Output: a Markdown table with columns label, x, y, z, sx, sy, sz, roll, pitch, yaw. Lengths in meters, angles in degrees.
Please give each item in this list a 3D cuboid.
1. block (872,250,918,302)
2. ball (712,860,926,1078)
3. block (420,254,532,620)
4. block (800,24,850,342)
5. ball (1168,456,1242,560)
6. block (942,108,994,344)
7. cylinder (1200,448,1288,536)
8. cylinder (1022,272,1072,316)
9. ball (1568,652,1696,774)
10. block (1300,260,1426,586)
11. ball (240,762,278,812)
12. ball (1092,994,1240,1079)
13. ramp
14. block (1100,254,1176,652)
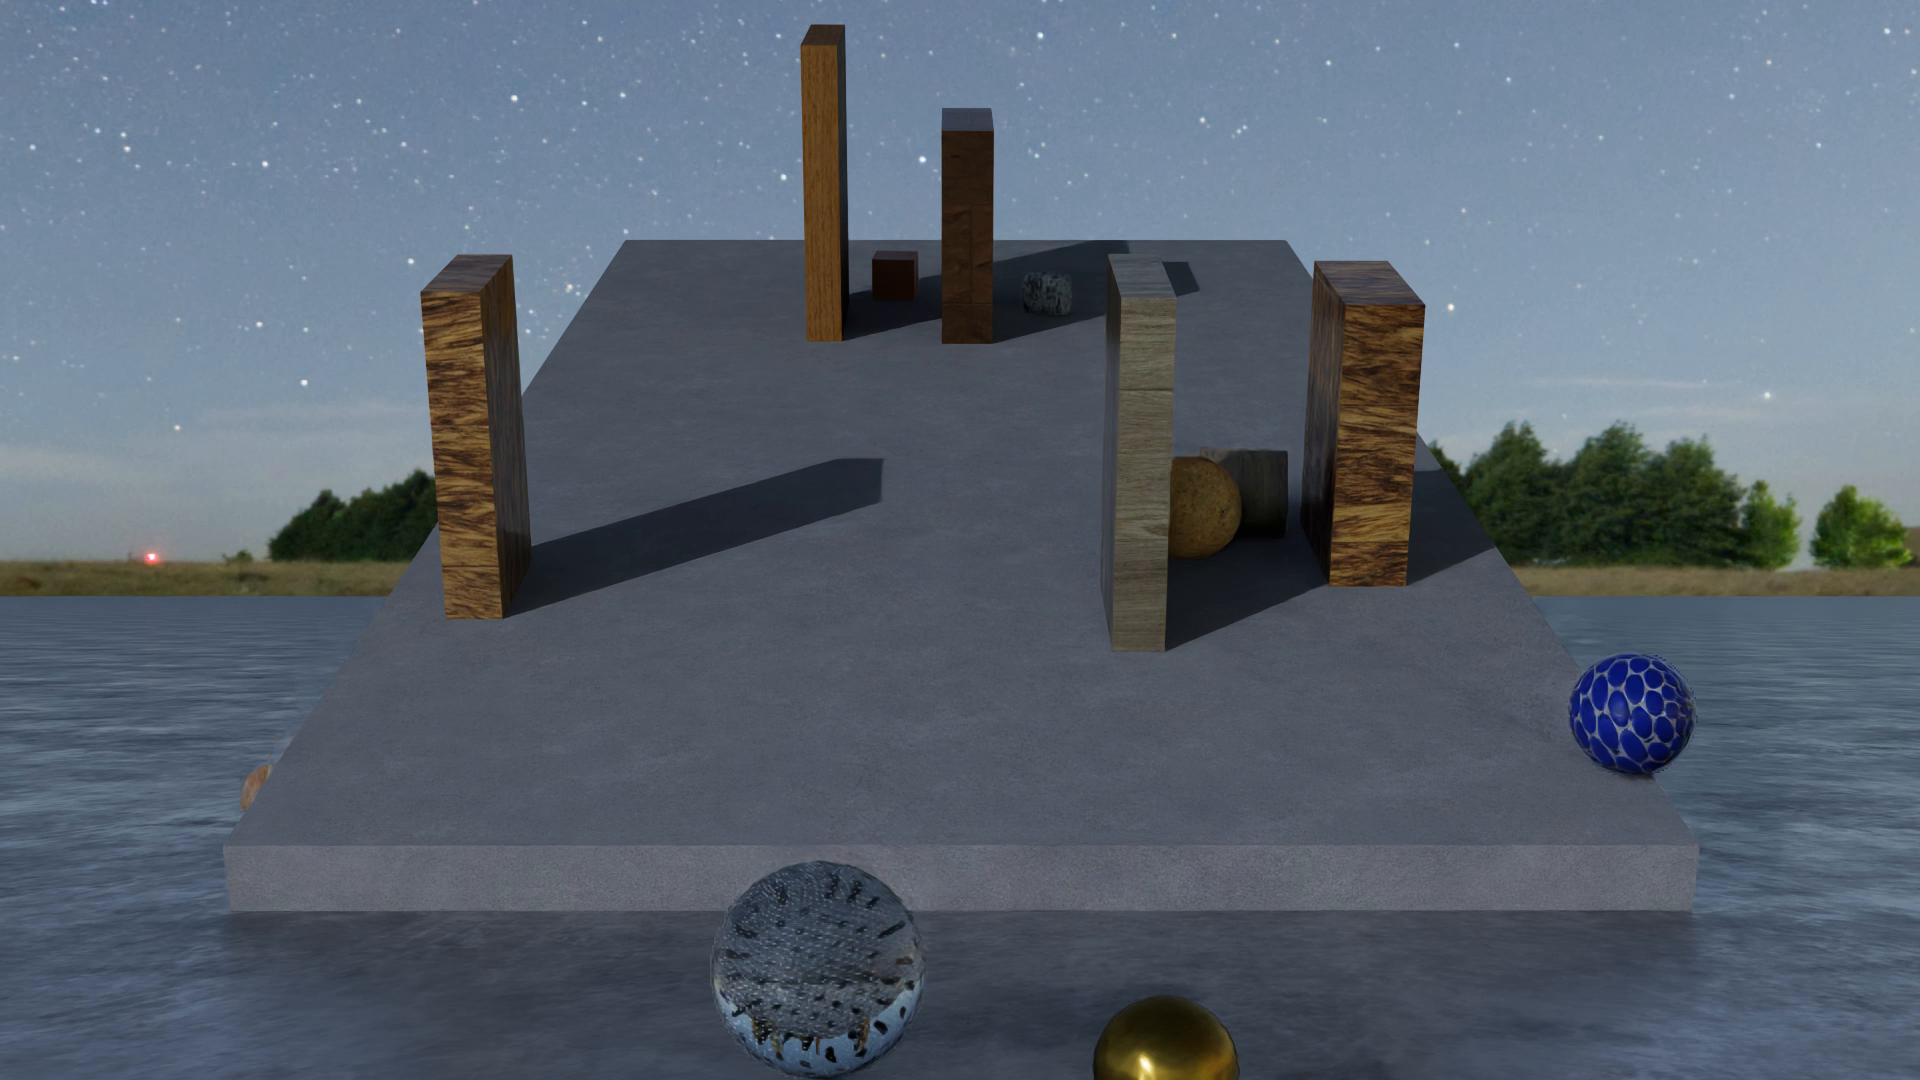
| label | x | y | z | sx | sy | sz | roll | pitch | yaw |
| --- | --- | --- | --- | --- | --- | --- | --- | --- | --- |
| block | -0.175 | -0.715 | 6.104 | 0.113 | 0.113 | 0.113 | 2 | 19 | 4 |
| ball | -0.128 | 0.388 | 2.042 | 0.193 | 0.193 | 0.193 | 0 | -1 | 0 |
| block | -0.828 | -0.182 | 3.890 | 0.096 | 0.569 | 0.292 | 0 | 19 | 0 |
| block | -0.340 | -0.914 | 5.740 | 0.088 | 0.730 | 0.436 | 0 | 19 | 0 |
| ball | 0.411 | -0.057 | 4.040 | 0.189 | 0.189 | 0.189 | 0 | -1 | 0 |
| block | 0.018 | -0.801 | 5.722 | 0.127 | 0.530 | 0.373 | 0 | 19 | 0 |
| cylinder | 0.531 | -0.091 | 4.250 | 0.162 | 0.162 | 0.162 | 2 | -1 | 4 |
| cylinder | 0.229 | -0.648 | 5.925 | 0.106 | 0.106 | 0.106 | 7 | 1 | 19 |
| ball | 0.970 | 0.251 | 3.258 | 0.175 | 0.175 | 0.175 | 0 | -1 | 0 |
| block | 0.723 | -0.217 | 4.085 | 0.136 | 0.510 | 0.353 | 0 | 19 | 0 |
| ball | -1.252 | 0.469 | 4.130 | 0.123 | 0.123 | 0.123 | 0 | -1 | 0 |
| ball | 0.164 | 0.421 | 1.794 | 0.116 | 0.116 | 0.116 | 0 | -1 | 0 |
| ramp | -0.004 | -0.200 | 4.959 | 2.000 | 0.100 | 4.000 | 0 | 19 | 0 |
| block | 0.293 | -0.150 | 3.766 | 0.086 | 0.595 | 0.325 | 0 | 19 | 0 |
